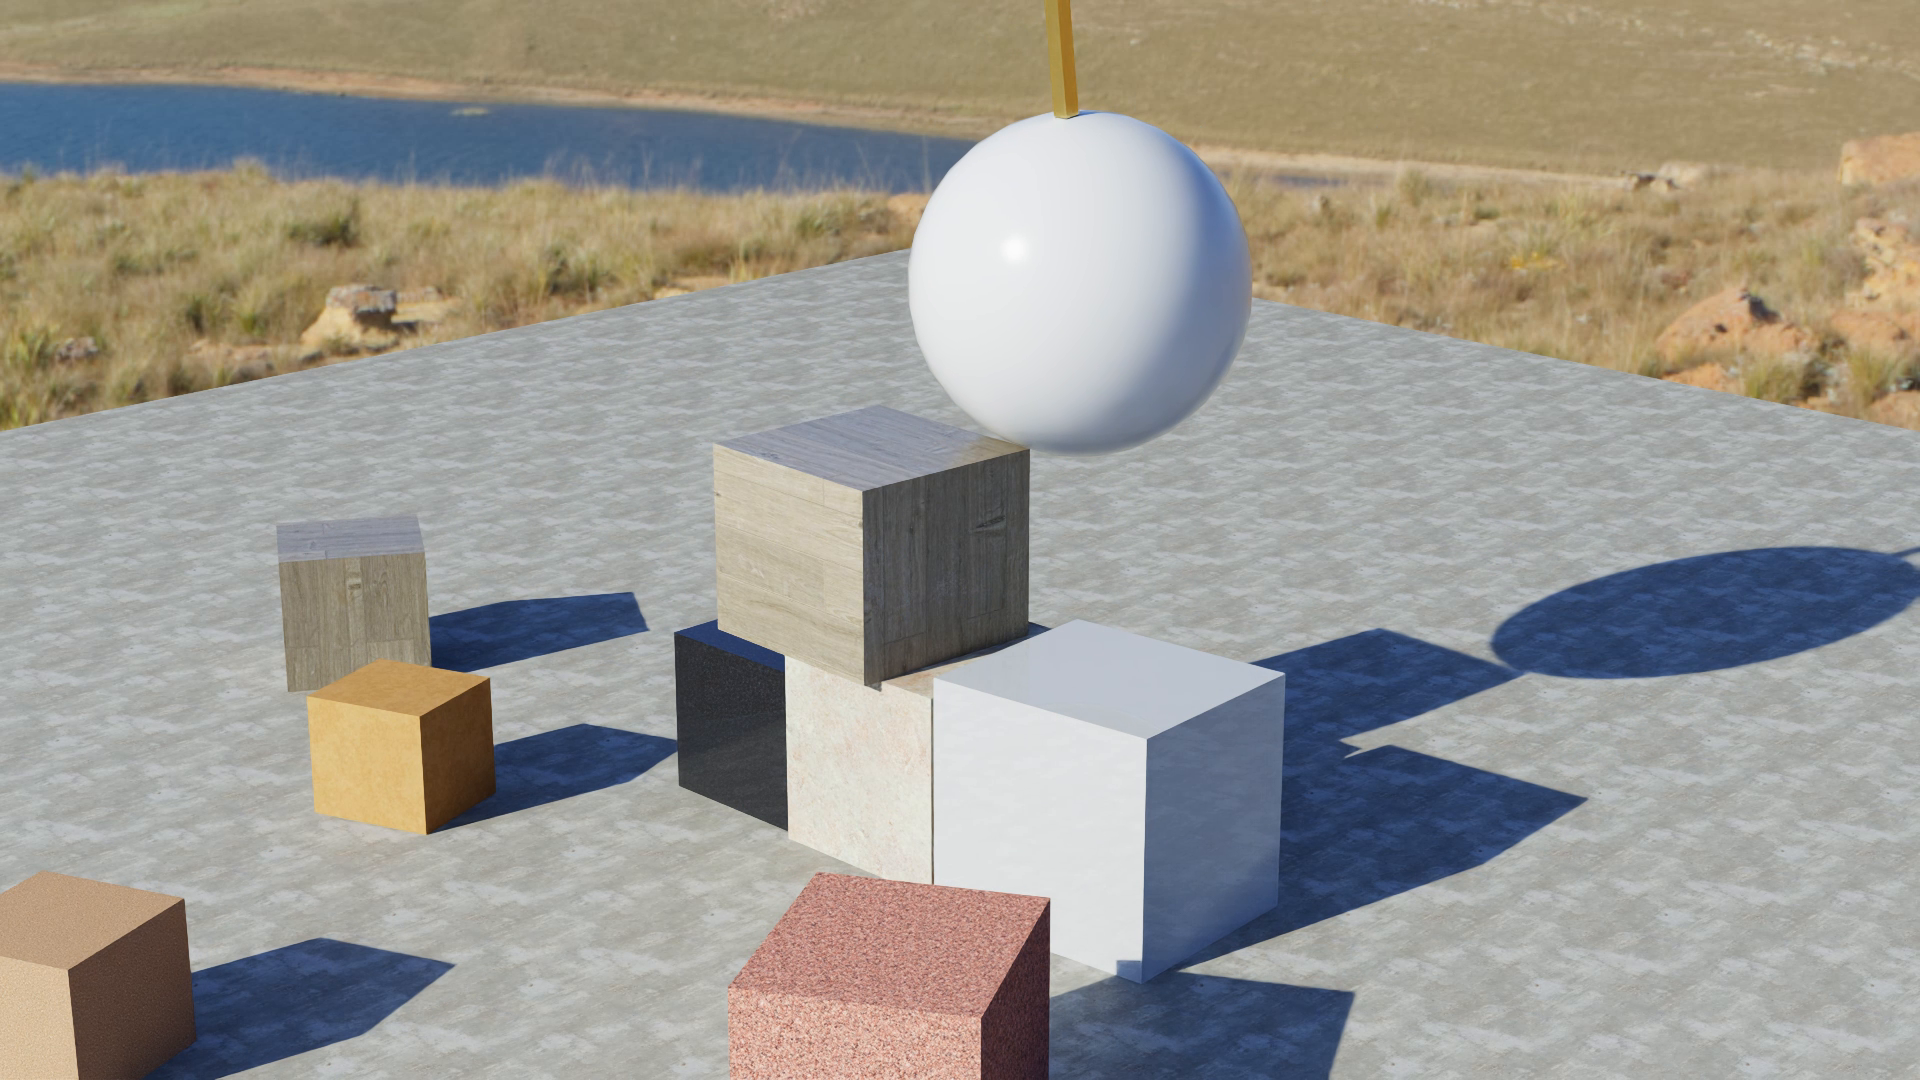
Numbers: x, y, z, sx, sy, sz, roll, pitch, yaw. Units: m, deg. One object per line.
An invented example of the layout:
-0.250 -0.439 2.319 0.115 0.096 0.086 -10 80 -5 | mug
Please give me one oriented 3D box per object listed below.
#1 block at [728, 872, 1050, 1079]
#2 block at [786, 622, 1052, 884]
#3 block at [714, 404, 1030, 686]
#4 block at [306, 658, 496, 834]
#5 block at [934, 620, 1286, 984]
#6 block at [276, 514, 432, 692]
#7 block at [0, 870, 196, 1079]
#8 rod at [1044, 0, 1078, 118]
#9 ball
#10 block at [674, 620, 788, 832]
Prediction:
-0.240 1.889 10.863 0.926 0.882 1.041 5 18 14 | block
-0.093 0.942 13.751 0.963 0.957 1.068 17 24 42 | block
-0.410 -0.001 13.638 1.016 0.908 1.055 -15 23 -40 | block
-2.696 0.992 14.188 0.647 0.600 0.587 8 19 24 | block
0.654 1.119 12.939 1.146 1.107 1.025 14 22 38 | block
-3.320 0.336 16.055 0.767 0.732 0.722 -4 18 -13 | block
-3.556 1.786 11.610 0.703 0.630 0.711 7 19 22 | block
0.240 -4.305 12.240 0.080 5.200 0.080 17 31 42 | rod
0.554 -1.183 13.551 1.600 1.600 1.600 0 17 0 | ball
-0.760 0.825 14.382 0.919 0.803 0.860 -17 24 -42 | block
